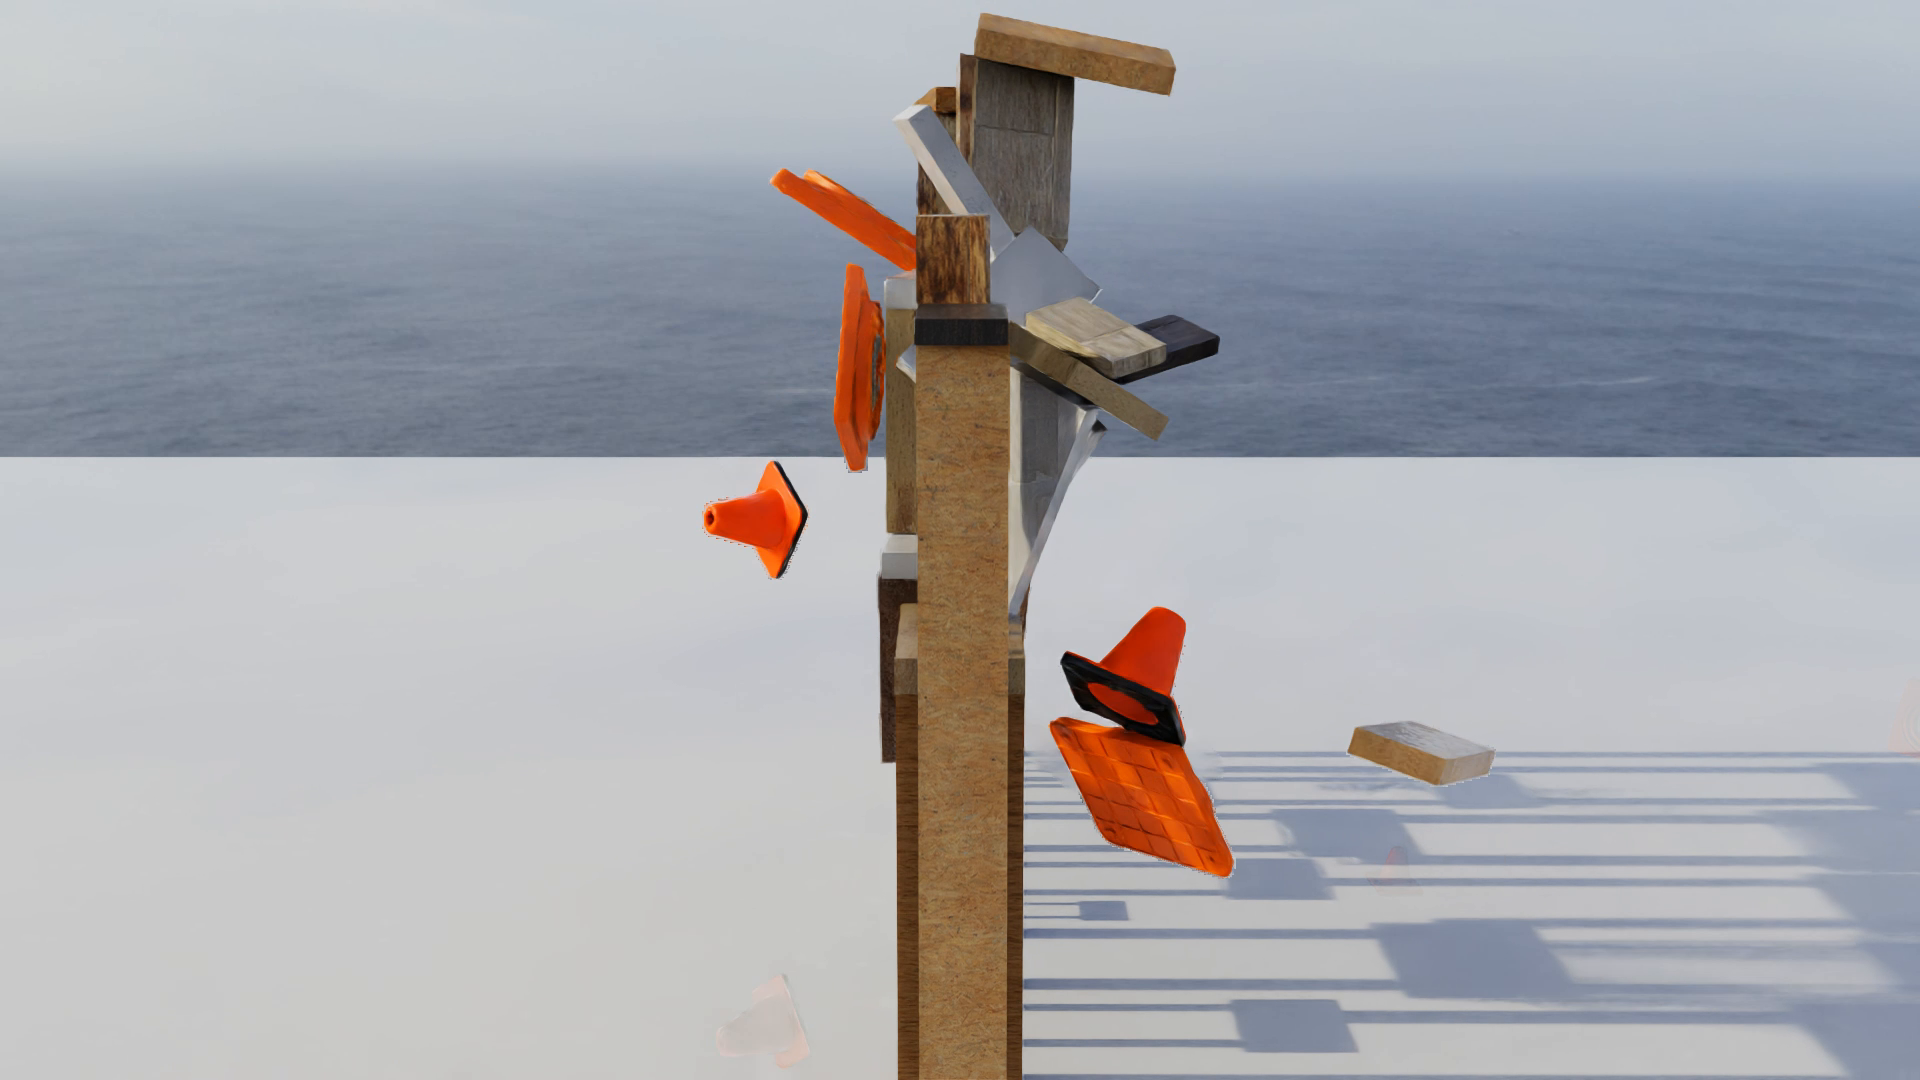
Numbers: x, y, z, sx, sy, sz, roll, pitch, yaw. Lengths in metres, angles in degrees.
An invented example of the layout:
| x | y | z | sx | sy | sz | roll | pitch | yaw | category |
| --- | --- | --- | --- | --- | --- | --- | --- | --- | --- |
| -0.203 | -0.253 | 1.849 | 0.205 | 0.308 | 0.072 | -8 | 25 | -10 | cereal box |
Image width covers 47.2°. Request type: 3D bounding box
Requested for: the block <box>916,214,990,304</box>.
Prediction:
| x | y | z | sx | sy | sz | roll | pitch | yaw | category |
| --- | --- | --- | --- | --- | --- | --- | --- | --- | --- |
| -0.007 | -0.237 | 2.852 | 0.091 | 0.366 | 0.026 | 3 | 14 | 14 | block |

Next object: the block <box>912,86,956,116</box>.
| x | y | z | sx | sy | sz | roll | pitch | yaw | category |
| --- | --- | --- | --- | --- | --- | --- | --- | --- | --- |
| 0.009 | -0.771 | 3.928 | 0.150 | 0.042 | 0.300 | -2 | 5 | -9 | block |

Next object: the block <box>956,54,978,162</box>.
| x | y | z | sx | sy | sz | roll | pitch | yaw | category |
| --- | --- | --- | --- | --- | --- | --- | --- | --- | --- |
| 0.077 | -0.659 | 3.711 | 0.165 | 0.330 | 0.047 | 4 | -21 | -9 | block |

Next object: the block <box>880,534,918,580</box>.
| x | y | z | sx | sy | sz | roll | pitch | yaw | category |
| --- | --- | --- | --- | --- | --- | --- | --- | --- | --- |
| -0.032 | 0.012 | 3.195 | 0.136 | 0.039 | 0.273 | 1 | 11 | 4 | block |

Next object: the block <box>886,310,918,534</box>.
| x | y | z | sx | sy | sz | roll | pitch | yaw | category |
| --- | --- | --- | --- | --- | --- | --- | --- | --- | --- |
| -0.028 | -0.172 | 3.190 | 0.153 | 0.324 | 0.043 | 1 | 9 | 7 | block |

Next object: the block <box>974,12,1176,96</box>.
| x | y | z | sx | sy | sz | roll | pitch | yaw | category |
| --- | --- | --- | --- | --- | --- | --- | --- | --- | --- |
| 0.191 | -0.817 | 3.693 | 0.330 | 0.047 | 0.165 | 11 | 22 | -3 | block |

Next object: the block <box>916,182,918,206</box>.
| x | y | z | sx | sy | sz | roll | pitch | yaw | category |
| --- | --- | --- | --- | --- | --- | --- | --- | --- | --- |
| -0.005 | -0.662 | 4.187 | 0.151 | 0.043 | 0.302 | 0 | 11 | 0 | block |

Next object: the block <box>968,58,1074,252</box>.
| x | y | z | sx | sy | sz | roll | pitch | yaw | category |
| --- | --- | --- | --- | --- | --- | --- | --- | --- | --- |
| 0.100 | -0.644 | 3.659 | 0.165 | 0.330 | 0.047 | 6 | -22 | -8 | block |

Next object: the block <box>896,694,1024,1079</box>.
| x | y | z | sx | sy | sz | roll | pitch | yaw | category |
| --- | --- | --- | --- | --- | --- | --- | --- | --- | --- |
| 0.000 | 0.455 | 2.894 | 0.165 | 0.548 | 0.047 | 0 | 11 | 0 | block |

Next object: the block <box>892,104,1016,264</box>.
| x | y | z | sx | sy | sz | roll | pitch | yaw | category |
| --- | --- | --- | --- | --- | --- | --- | --- | --- | --- |
| 0.000 | -0.516 | 3.241 | 0.038 | 0.270 | 0.135 | -35 | 15 | -4 | block |

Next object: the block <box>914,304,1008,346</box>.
| x | y | z | sx | sy | sz | roll | pitch | yaw | category |
| --- | --- | --- | --- | --- | --- | --- | --- | --- | --- |
| 0.002 | -0.266 | 2.706 | 0.111 | 0.031 | 0.222 | 0 | 11 | 0 | block |

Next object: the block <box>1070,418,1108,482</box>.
| x | y | z | sx | sy | sz | roll | pitch | yaw | category |
| --- | --- | --- | --- | --- | --- | --- | --- | --- | --- |
| 0.089 | -0.102 | 3.072 | 0.036 | 0.255 | 0.127 | -12 | 54 | -50 | block |

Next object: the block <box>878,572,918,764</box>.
| x | y | z | sx | sy | sz | roll | pitch | yaw | category |
| --- | --- | --- | --- | --- | --- | --- | --- | --- | --- |
| -0.045 | 0.181 | 3.143 | 0.136 | 0.273 | 0.039 | -1 | 11 | 0 | block |

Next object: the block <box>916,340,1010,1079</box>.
| x | y | z | sx | sy | sz | roll | pitch | yaw | category |
| --- | --- | --- | --- | --- | --- | --- | --- | --- | --- |
| 0.004 | 0.254 | 2.737 | 0.111 | 1.001 | 0.031 | 0 | 11 | 0 | block |

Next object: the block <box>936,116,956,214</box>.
| x | y | z | sx | sy | sz | roll | pitch | yaw | category |
| --- | --- | --- | --- | --- | --- | --- | --- | --- | --- |
| 0.038 | -0.587 | 3.834 | 0.150 | 0.300 | 0.042 | 2 | 10 | 15 | block |

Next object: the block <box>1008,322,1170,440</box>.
| x | y | z | sx | sy | sz | roll | pitch | yaw | category |
| --- | --- | --- | --- | --- | --- | --- | --- | --- | --- |
| 0.167 | -0.210 | 2.930 | 0.127 | 0.036 | 0.255 | 34 | 5 | 35 | block |

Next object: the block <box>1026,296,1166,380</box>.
| x | y | z | sx | sy | sz | roll | pitch | yaw | category |
| --- | --- | --- | --- | --- | --- | --- | --- | --- | --- |
| 0.181 | -0.271 | 2.939 | 0.091 | 0.026 | 0.183 | -20 | 37 | -30 | block |

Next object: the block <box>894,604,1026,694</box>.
| x | y | z | sx | sy | sz | roll | pitch | yaw | category |
| --- | --- | --- | --- | --- | --- | --- | --- | --- | --- |
| 0.000 | 0.143 | 2.947 | 0.165 | 0.047 | 0.330 | 0 | 11 | 0 | block |

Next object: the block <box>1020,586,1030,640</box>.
| x | y | z | sx | sy | sz | roll | pitch | yaw | category |
| --- | --- | --- | --- | --- | --- | --- | --- | --- | --- |
| 0.028 | 0.065 | 3.748 | 0.177 | 0.354 | 0.050 | 4 | 13 | -8 | block |

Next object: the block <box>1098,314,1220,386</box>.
| x | y | z | sx | sy | sz | roll | pitch | yaw | category |
| --- | --- | --- | --- | --- | --- | --- | --- | --- | --- |
| 0.254 | -0.259 | 2.981 | 0.183 | 0.026 | 0.091 | -20 | 37 | -35 | block |

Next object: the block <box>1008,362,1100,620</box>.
| x | y | z | sx | sy | sz | roll | pitch | yaw | category |
| --- | --- | --- | --- | --- | --- | --- | --- | --- | --- |
| 0.071 | -0.062 | 2.946 | 0.127 | 0.331 | 0.036 | 33 | 28 | 23 | block |

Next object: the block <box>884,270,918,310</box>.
| x | y | z | sx | sy | sz | roll | pitch | yaw | category |
| --- | --- | --- | --- | --- | --- | --- | --- | --- | --- |
| -0.005 | -0.374 | 3.263 | 0.153 | 0.043 | 0.307 | 3 | 11 | 10 | block |

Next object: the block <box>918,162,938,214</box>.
| x | y | z | sx | sy | sz | roll | pitch | yaw | category |
| --- | --- | --- | --- | --- | --- | --- | --- | --- | --- |
| 0.000 | -0.530 | 4.017 | 0.150 | 0.449 | 0.042 | 0 | 7 | 0 | block |

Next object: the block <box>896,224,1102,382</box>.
| x | y | z | sx | sy | sz | roll | pitch | yaw | category |
| --- | --- | --- | --- | --- | --- | --- | --- | --- | --- |
| 0.054 | -0.295 | 3.048 | 0.135 | 0.270 | 0.038 | 43 | -12 | 3 | block |

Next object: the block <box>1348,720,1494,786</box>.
| x | y | z | sx | sy | sz | roll | pitch | yaw | category |
| --- | --- | --- | --- | --- | --- | --- | --- | --- | --- |
| 0.681 | 0.310 | 3.229 | 0.135 | 0.038 | 0.347 | 20 | 5 | 24 | block |
